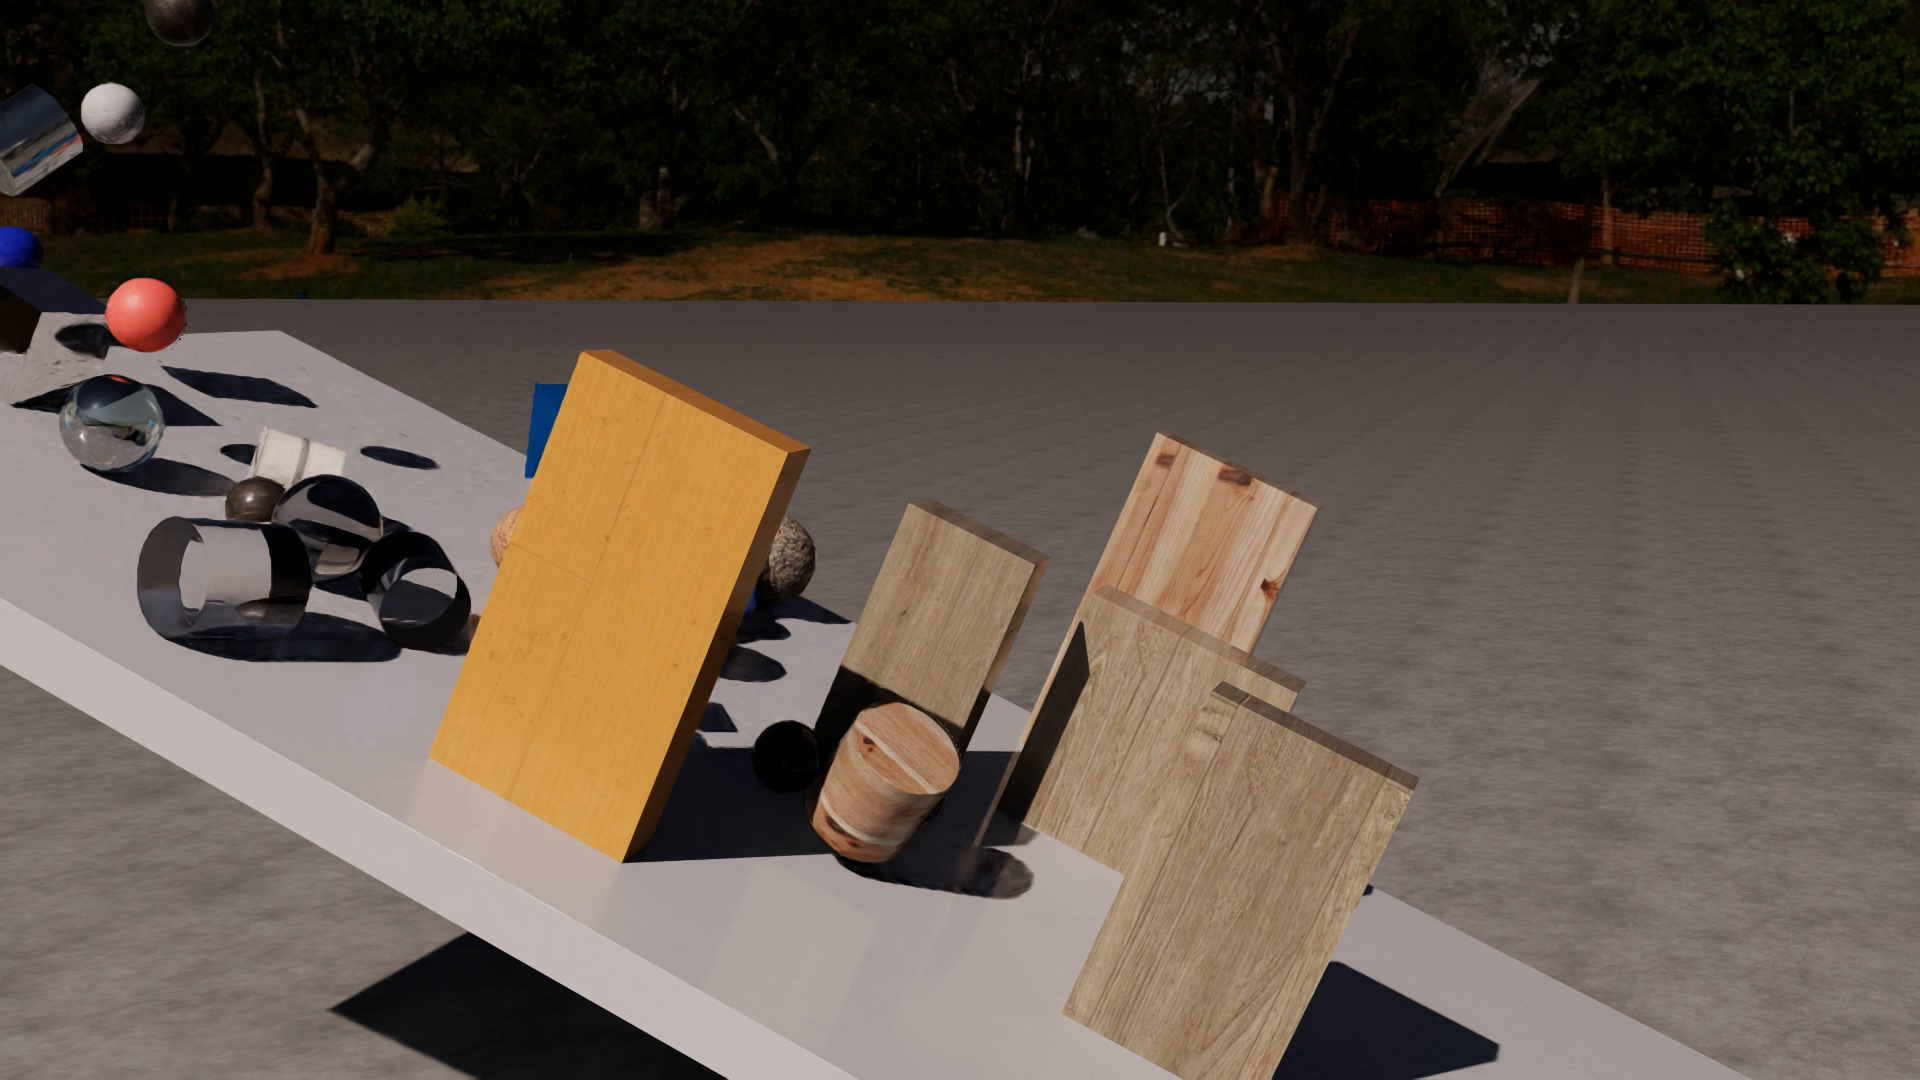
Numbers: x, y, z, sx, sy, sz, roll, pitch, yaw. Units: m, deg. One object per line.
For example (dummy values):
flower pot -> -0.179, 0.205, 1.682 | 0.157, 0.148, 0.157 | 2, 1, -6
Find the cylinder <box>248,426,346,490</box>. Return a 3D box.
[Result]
cylinder -> -1.307, -0.126, 4.318 | 0.156, 0.156, 0.156 | 18, 0, -22

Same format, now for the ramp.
ramp -> -0.284, 0.491, 4.181 | 4.000, 0.100, 2.000 | 26, 13, 13

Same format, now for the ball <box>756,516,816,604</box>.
ball -> -0.433, 0.043, 5.018 | 0.209, 0.209, 0.209 | 0, 7, 0

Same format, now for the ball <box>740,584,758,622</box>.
ball -> -0.506, 0.116, 4.753 | 0.141, 0.141, 0.141 | 0, 7, 0

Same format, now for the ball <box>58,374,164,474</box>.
ball -> -1.594, -0.219, 4.133 | 0.185, 0.185, 0.185 | 0, 7, 0

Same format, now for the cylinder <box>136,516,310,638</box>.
cylinder -> -1.215, 0.065, 3.632 | 0.196, 0.196, 0.196 | 5, 0, 36

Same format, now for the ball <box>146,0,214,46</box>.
ball -> -1.687, -1.140, 4.759 | 0.142, 0.142, 0.142 | 0, 7, 0

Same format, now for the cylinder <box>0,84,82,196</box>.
cylinder -> -1.870, -0.796, 4.383 | 0.160, 0.160, 0.160 | 8, 44, 48

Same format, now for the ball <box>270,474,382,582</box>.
ball -> -1.166, -0.021, 4.047 | 0.200, 0.200, 0.200 | 0, 7, 0

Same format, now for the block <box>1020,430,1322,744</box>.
block -> 0.451, 0.184, 4.762 | 0.375, 0.752, 0.083 | 26, 13, 13

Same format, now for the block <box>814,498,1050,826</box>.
block -> -0.067, 0.228, 4.156 | 0.265, 0.550, 0.116 | 26, 13, 13

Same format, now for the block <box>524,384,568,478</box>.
block -> -0.748, -0.208, 4.494 | 0.195, 0.195, 0.195 | 6, 1, -35

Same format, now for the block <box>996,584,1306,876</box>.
block -> 0.376, 0.407, 4.347 | 0.439, 0.484, 0.127 | 26, 13, 13

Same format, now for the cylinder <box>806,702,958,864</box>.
cylinder -> -0.134, 0.415, 3.764 | 0.197, 0.197, 0.197 | 21, 39, -18

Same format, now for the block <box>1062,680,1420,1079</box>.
block -> 0.446, 0.576, 3.540 | 0.346, 0.601, 0.094 | 26, 13, 13

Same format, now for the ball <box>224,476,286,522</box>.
ball -> -1.310, -0.057, 4.111 | 0.123, 0.123, 0.123 | 0, 7, 0

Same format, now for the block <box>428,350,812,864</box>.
block -> -0.543, 0.104, 3.471 | 0.371, 0.715, 0.098 | 26, 13, 13

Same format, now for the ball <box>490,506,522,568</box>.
ball -> -0.880, 0.009, 4.501 | 0.159, 0.159, 0.159 | 0, 7, 0

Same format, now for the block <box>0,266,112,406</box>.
block -> -1.848, -0.405, 4.370 | 0.205, 0.205, 0.205 | 31, 15, 19

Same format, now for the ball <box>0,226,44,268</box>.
ball -> -2.023, -0.608, 4.696 | 0.125, 0.125, 0.125 | 0, 7, 0

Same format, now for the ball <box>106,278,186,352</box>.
ball -> -1.576, -0.435, 4.257 | 0.144, 0.144, 0.144 | 0, 7, 0

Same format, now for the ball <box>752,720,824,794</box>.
ball -> -0.313, 0.394, 4.003 | 0.132, 0.132, 0.132 | 0, 7, 0

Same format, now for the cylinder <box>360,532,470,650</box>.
cylinder -> -0.988, 0.091, 3.986 | 0.164, 0.164, 0.164 | -4, 25, -27

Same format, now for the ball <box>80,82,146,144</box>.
ball -> -1.597, -0.803, 4.145 | 0.115, 0.115, 0.115 | 0, 7, 0
